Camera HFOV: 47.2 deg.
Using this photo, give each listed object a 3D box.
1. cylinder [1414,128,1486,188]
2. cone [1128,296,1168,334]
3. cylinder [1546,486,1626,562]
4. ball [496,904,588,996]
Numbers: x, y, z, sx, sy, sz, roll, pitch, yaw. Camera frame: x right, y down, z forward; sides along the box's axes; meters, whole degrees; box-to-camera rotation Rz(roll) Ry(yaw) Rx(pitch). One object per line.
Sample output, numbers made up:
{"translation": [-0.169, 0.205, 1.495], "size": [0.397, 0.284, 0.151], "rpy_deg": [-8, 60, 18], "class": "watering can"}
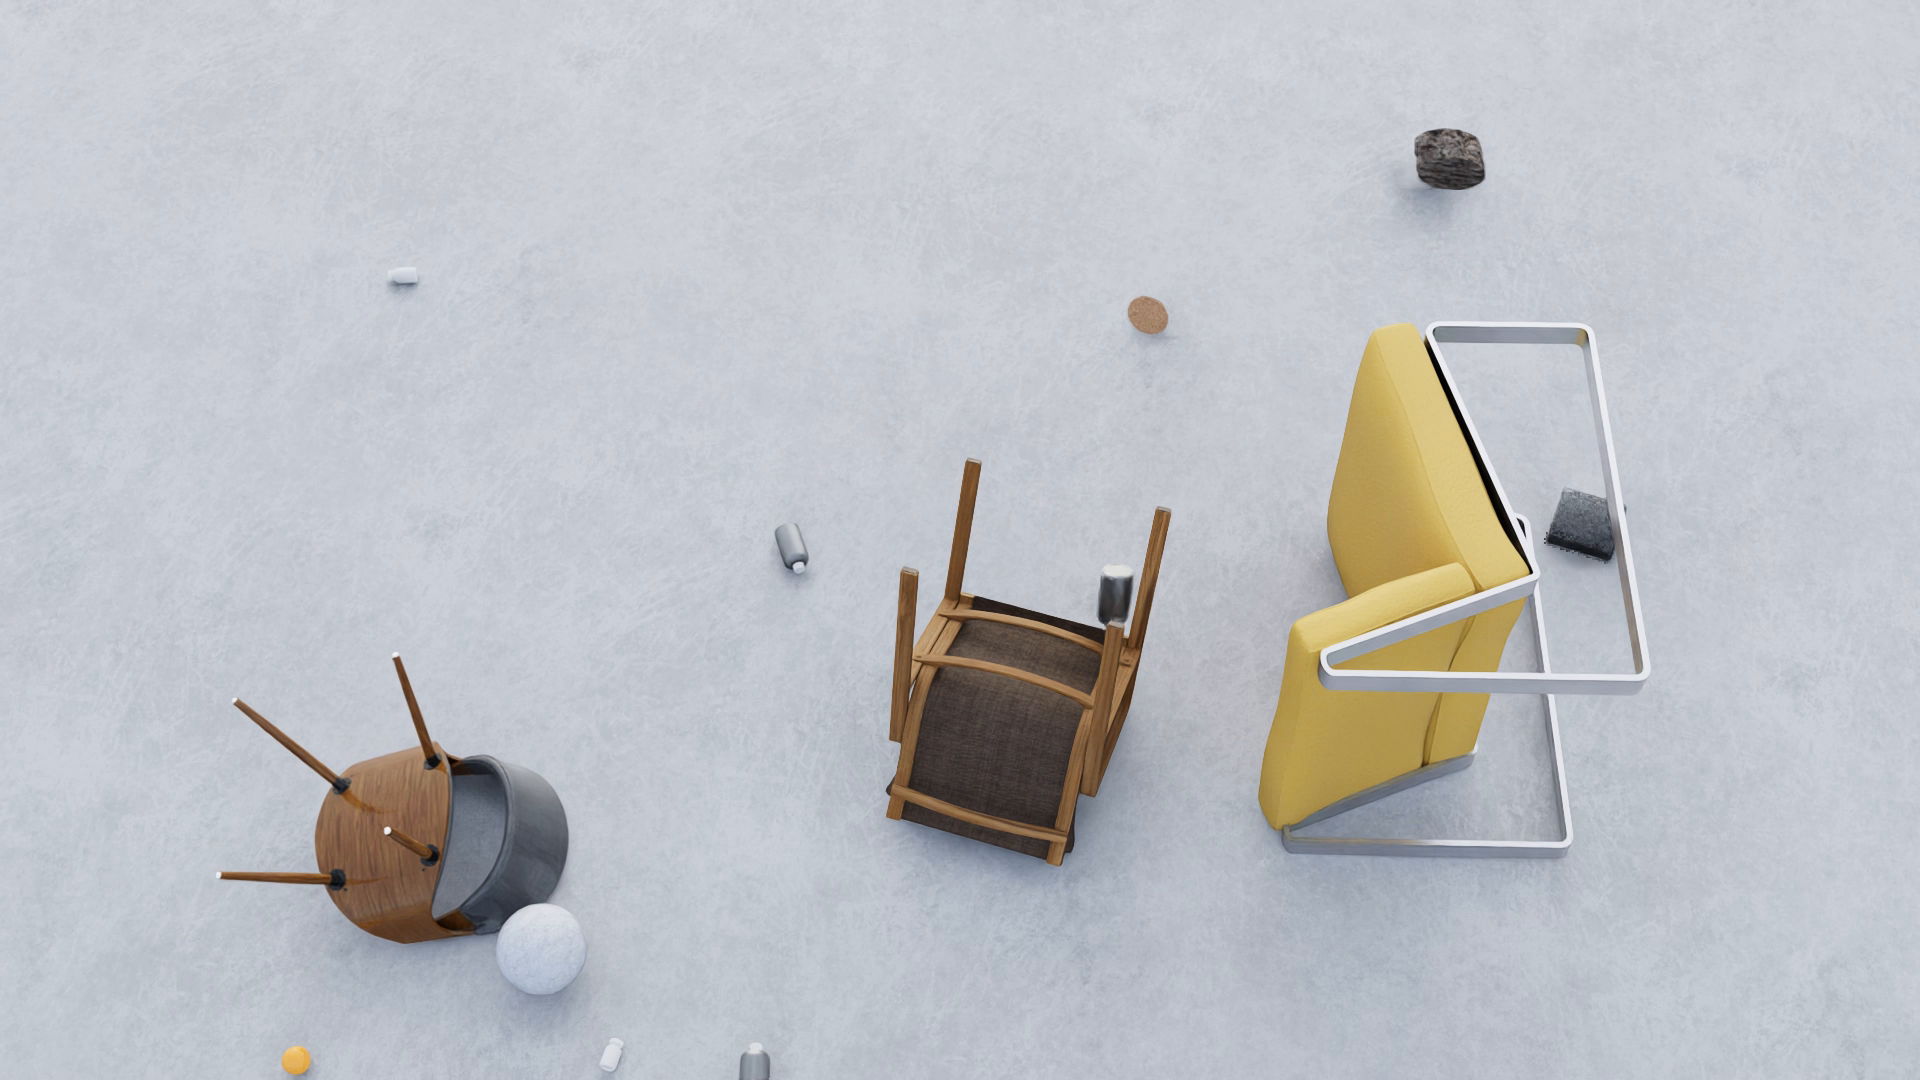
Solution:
{"translation": [1.632, -1.270, 7.333], "size": [0.230, 0.150, 0.131], "rpy_deg": [6, 60, -12], "class": "cylinder"}
{"translation": [0.625, -0.741, 7.037], "size": [0.137, 0.125, 0.132], "rpy_deg": [27, 35, 13], "class": "cone"}
{"translation": [1.861, -0.048, 6.532], "size": [0.188, 0.116, 0.179], "rpy_deg": [18, 76, 12], "class": "cylinder"}
{"translation": [-1.088, 1.064, 5.718], "size": [0.236, 0.236, 0.236], "rpy_deg": [0, 56, 0], "class": "ball"}
